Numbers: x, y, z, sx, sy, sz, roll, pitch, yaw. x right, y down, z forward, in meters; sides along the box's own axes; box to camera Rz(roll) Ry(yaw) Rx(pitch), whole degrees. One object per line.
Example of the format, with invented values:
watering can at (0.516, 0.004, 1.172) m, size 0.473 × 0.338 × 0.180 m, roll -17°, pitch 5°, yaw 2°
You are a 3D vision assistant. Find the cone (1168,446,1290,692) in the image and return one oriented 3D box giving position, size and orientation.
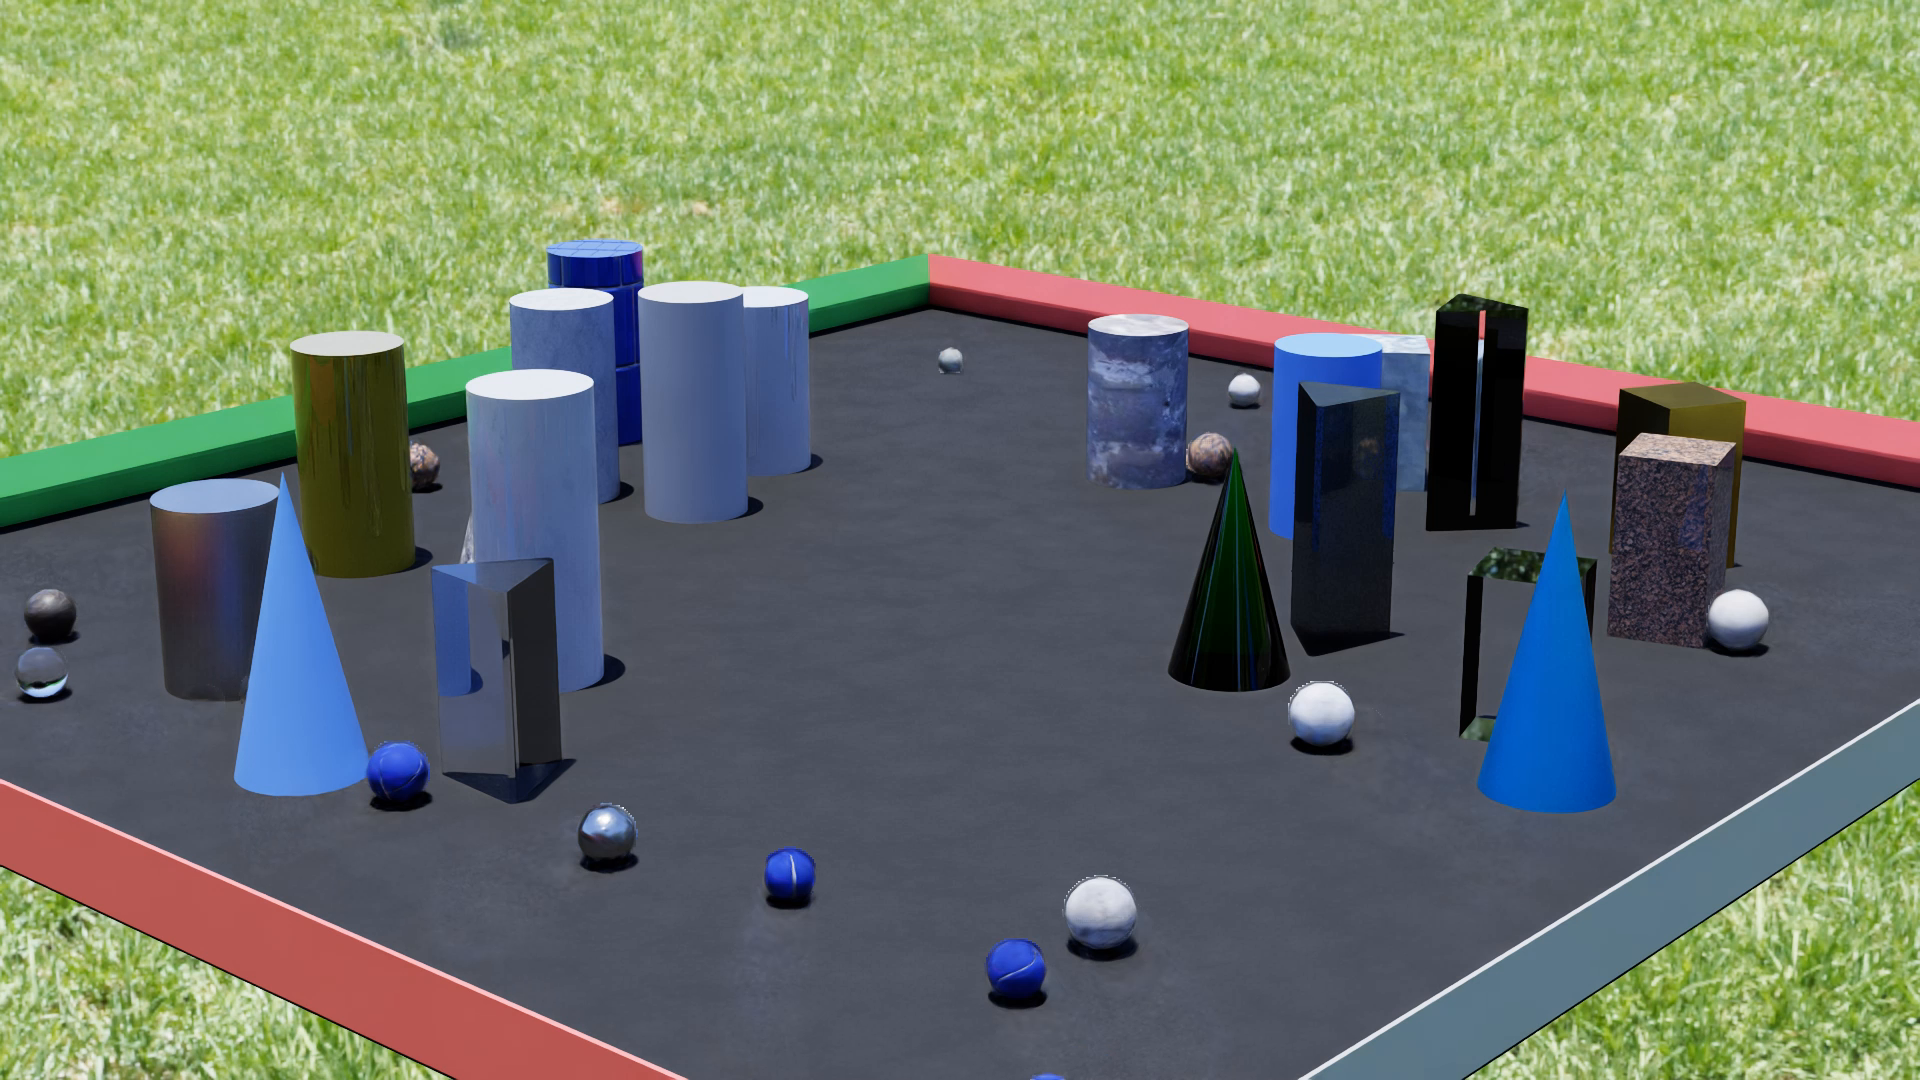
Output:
cone at (0.436, 0.032, 4.695) m, size 0.199 × 0.378 × 0.199 m, roll 0°, pitch 17°, yaw 0°

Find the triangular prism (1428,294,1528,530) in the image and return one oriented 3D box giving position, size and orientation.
triangular prism at (0.955, -0.243, 5.531) m, size 0.172 × 0.421 × 0.149 m, roll -2°, pitch 17°, yaw -6°

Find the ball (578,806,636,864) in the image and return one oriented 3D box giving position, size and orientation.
ball at (-0.481, 0.401, 3.987) m, size 0.079 × 0.079 × 0.079 m, roll 0°, pitch 17°, yaw 0°

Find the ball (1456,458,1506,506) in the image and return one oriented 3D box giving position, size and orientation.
ball at (1.007, -0.111, 5.663) m, size 0.093 × 0.093 × 0.093 m, roll 0°, pitch 17°, yaw 0°

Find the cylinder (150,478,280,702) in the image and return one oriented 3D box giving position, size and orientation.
cylinder at (-1.172, 0.078, 4.658) m, size 0.199 × 0.309 × 0.199 m, roll 0°, pitch 17°, yaw 0°

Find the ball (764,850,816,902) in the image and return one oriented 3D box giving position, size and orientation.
ball at (-0.224, 0.443, 3.865) m, size 0.069 × 0.069 × 0.069 m, roll 0°, pitch 17°, yaw 0°

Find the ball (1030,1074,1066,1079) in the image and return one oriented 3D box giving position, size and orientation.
ball at (0.098, 0.627, 3.247) m, size 0.072 × 0.072 × 0.072 m, roll 0°, pitch 17°, yaw 0°

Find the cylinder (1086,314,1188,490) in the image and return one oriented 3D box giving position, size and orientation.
cylinder at (0.352, -0.276, 5.833) m, size 0.199 × 0.311 × 0.199 m, roll 0°, pitch 17°, yaw 0°

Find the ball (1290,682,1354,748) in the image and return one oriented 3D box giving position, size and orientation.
ball at (0.545, 0.263, 4.414) m, size 0.097 × 0.097 × 0.097 m, roll 0°, pitch 17°, yaw 0°

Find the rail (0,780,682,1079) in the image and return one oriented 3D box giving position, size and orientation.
rail at (-1.142, 0.412, 3.860) m, size 3.281 × 0.129 × 0.045 m, roll 14°, pitch 22°, yaw 39°

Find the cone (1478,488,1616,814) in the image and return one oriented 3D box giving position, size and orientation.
cone at (0.852, 0.144, 4.196) m, size 0.199 × 0.451 × 0.199 m, roll 0°, pitch 17°, yaw 0°

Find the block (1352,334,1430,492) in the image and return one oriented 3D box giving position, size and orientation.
block at (0.840, -0.253, 5.810) m, size 0.159 × 0.280 × 0.159 m, roll 1°, pitch 17°, yaw 4°

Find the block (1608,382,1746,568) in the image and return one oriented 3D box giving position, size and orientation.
block at (1.292, -0.111, 5.287) m, size 0.159 × 0.310 × 0.159 m, roll -6°, pitch 18°, yaw -20°

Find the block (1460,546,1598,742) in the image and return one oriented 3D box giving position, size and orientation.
block at (0.864, 0.165, 4.458) m, size 0.159 × 0.259 × 0.159 m, roll 7°, pitch 18°, yaw 23°

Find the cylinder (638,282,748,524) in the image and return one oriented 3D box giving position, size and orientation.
cylinder at (-0.508, -0.264, 5.591) m, size 0.199 × 0.426 × 0.199 m, roll 0°, pitch 17°, yaw 0°

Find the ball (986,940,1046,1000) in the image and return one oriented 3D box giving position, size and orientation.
ball at (0.069, 0.526, 3.584) m, size 0.072 × 0.072 × 0.072 m, roll 0°, pitch 17°, yaw 0°

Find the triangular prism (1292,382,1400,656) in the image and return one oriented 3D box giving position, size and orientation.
triangular prism at (0.606, -0.043, 4.864) m, size 0.172 × 0.423 × 0.149 m, roll -11°, pitch 20°, yaw -32°

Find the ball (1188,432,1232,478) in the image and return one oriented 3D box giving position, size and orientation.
ball at (0.499, -0.169, 5.846) m, size 0.090 × 0.090 × 0.090 m, roll 0°, pitch 17°, yaw 0°

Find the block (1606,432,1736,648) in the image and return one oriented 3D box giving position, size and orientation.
block at (1.191, -0.001, 4.911) m, size 0.159 × 0.315 × 0.159 m, roll 8°, pitch 18°, yaw 24°

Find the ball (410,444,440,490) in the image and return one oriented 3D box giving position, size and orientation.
ball at (-1.071, -0.145, 5.782) m, size 0.089 × 0.089 × 0.089 m, roll 0°, pitch 17°, yaw 0°

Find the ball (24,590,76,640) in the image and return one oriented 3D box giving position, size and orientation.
ball at (-1.519, 0.124, 4.897) m, size 0.084 × 0.084 × 0.084 m, roll 0°, pitch 17°, yaw 0°

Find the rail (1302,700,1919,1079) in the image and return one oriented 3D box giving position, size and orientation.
rail at (1.221, 0.338, 4.105) m, size 0.045 × 0.129 × 3.533 m, roll 14°, pitch 22°, yaw 39°

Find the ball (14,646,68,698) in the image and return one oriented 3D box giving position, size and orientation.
ball at (-1.449, 0.208, 4.625) m, size 0.081 × 0.081 × 0.081 m, roll 0°, pitch 17°, yaw 0°

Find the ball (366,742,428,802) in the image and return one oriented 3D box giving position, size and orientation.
ball at (-0.805, 0.333, 4.199) m, size 0.086 × 0.086 × 0.086 m, roll 0°, pitch 17°, yaw 0°

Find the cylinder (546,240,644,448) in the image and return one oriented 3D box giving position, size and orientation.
cylinder at (-0.755, -0.410, 6.119) m, size 0.199 × 0.403 × 0.199 m, roll 0°, pitch 17°, yaw 0°

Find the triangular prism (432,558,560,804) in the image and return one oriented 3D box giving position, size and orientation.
triangular prism at (-0.647, 0.193, 4.262) m, size 0.149 × 0.318 × 0.172 m, roll -16°, pitch 23°, yaw -42°

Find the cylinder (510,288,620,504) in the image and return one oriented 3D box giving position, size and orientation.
cylinder at (-0.767, -0.277, 5.700) m, size 0.199 × 0.390 × 0.199 m, roll 0°, pitch 17°, yaw 0°

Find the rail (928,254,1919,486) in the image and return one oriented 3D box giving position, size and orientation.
rail at (1.142, -0.347, 6.380) m, size 3.281 × 0.129 × 0.045 m, roll 14°, pitch 22°, yaw 39°

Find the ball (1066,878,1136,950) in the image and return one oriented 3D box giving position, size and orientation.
ball at (0.179, 0.475, 3.722) m, size 0.091 × 0.091 × 0.091 m, roll 0°, pitch 17°, yaw 0°

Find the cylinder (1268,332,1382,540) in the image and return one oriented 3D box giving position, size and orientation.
cylinder at (0.682, -0.192, 5.478) m, size 0.199 × 0.354 × 0.199 m, roll 0°, pitch 17°, yaw 0°

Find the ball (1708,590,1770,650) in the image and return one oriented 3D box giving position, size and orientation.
ball at (1.285, 0.132, 4.844) m, size 0.099 × 0.099 × 0.099 m, roll 0°, pitch 17°, yaw 0°

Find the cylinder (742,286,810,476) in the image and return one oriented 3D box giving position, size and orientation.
cylinder at (-0.403, -0.322, 5.922) m, size 0.199 × 0.347 × 0.199 m, roll 0°, pitch 17°, yaw 0°

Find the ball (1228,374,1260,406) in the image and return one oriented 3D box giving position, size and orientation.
ball at (0.623, -0.327, 6.418) m, size 0.071 × 0.071 × 0.071 m, roll 0°, pitch 17°, yaw 0°

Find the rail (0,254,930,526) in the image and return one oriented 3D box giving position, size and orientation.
rail at (-1.221, -0.273, 6.135) m, size 0.045 × 0.129 × 3.533 m, roll 14°, pitch 22°, yaw 39°

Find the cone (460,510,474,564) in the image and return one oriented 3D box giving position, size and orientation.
cone at (-0.777, -0.050, 4.959) m, size 0.199 × 0.383 × 0.199 m, roll 0°, pitch 17°, yaw 0°

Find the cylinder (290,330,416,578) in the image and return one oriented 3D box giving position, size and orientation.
cylinder at (-1.088, -0.155, 5.264) m, size 0.199 × 0.407 × 0.199 m, roll 0°, pitch 17°, yaw 0°

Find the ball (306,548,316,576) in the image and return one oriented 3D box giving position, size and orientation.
ball at (-1.174, 0.050, 5.121) m, size 0.097 × 0.097 × 0.097 m, roll 0°, pitch 17°, yaw 0°

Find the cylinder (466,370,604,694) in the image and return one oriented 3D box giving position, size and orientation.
cylinder at (-0.674, -0.013, 4.664) m, size 0.199 × 0.482 × 0.199 m, roll 0°, pitch 17°, yaw 0°

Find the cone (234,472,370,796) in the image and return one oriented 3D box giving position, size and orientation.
cone at (-0.968, 0.121, 4.257) m, size 0.199 × 0.459 × 0.199 m, roll 0°, pitch 17°, yaw 0°

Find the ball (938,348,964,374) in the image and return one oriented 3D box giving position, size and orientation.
ball at (-0.022, -0.410, 6.714) m, size 0.059 × 0.059 × 0.059 m, roll 0°, pitch 17°, yaw 0°
